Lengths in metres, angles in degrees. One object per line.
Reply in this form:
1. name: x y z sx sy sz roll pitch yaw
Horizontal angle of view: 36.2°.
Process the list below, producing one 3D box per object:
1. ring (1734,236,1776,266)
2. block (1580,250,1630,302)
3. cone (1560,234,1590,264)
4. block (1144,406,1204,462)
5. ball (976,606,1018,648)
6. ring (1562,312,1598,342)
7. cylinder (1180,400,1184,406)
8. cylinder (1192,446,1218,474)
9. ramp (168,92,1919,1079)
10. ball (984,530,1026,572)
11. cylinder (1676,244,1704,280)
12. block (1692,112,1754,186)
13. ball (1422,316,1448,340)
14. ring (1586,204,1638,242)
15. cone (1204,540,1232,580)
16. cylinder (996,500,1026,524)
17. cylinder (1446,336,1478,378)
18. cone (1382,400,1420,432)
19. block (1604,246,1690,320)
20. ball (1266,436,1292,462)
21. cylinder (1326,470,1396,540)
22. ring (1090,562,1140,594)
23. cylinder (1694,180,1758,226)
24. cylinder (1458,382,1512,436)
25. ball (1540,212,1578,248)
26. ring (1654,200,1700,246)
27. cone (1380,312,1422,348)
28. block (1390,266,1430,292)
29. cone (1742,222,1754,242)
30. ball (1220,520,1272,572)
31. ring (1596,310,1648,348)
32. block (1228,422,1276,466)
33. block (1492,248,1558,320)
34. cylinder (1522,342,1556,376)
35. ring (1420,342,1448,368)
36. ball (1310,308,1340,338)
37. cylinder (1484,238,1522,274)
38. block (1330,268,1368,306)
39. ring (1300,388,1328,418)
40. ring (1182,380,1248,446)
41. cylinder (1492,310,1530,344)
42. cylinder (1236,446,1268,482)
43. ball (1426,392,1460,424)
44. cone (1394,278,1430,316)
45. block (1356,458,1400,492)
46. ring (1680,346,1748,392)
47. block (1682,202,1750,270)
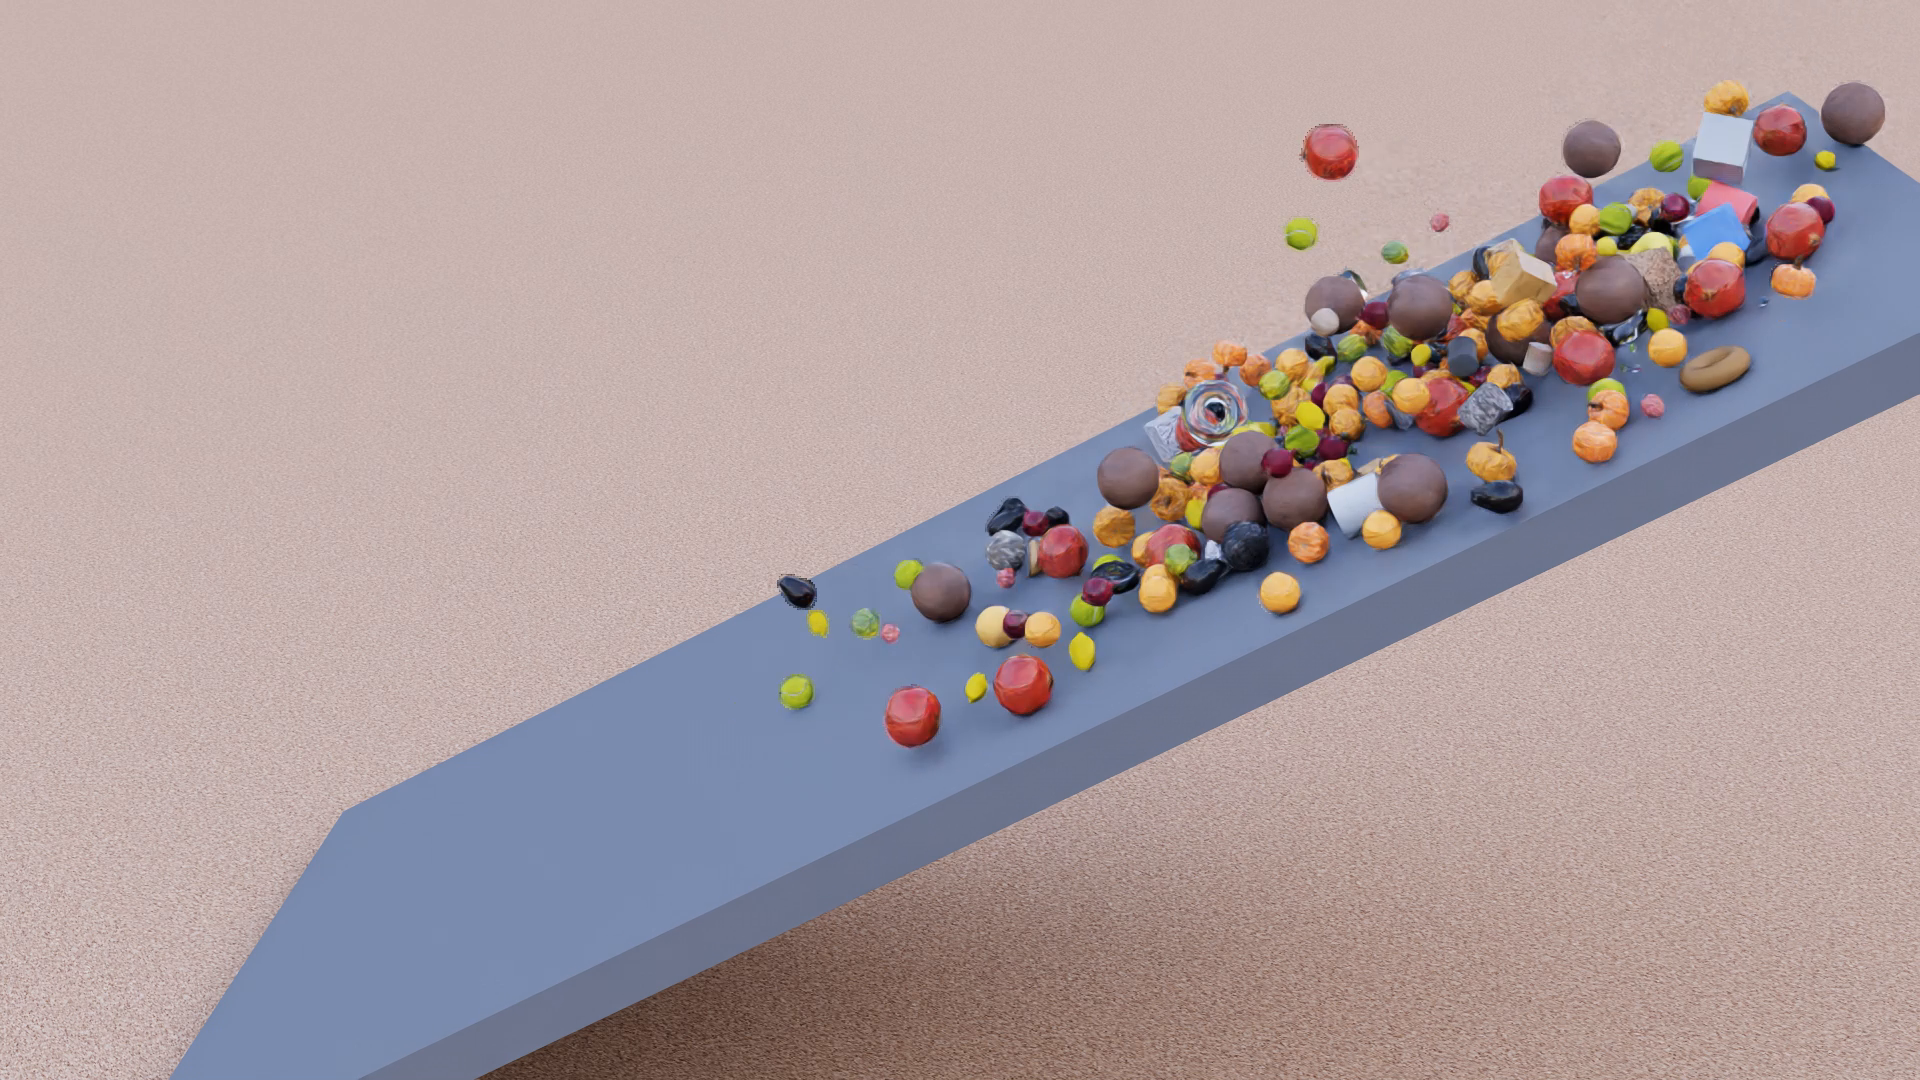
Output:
1. ring: 1.569 -0.569 5.808 0.087 0.029 0.087 -31 9 6
2. block: 1.333 -0.542 6.038 0.076 0.076 0.076 -25 21 -14
3. cone: 1.367 -0.641 6.460 0.067 0.067 0.067 -7 18 -41
4. block: 0.486 -0.239 6.624 0.093 0.093 0.093 -32 10 -10
5. ball: 0.075 0.176 5.992 0.086 0.086 0.086 0 17 0
6. ring: 1.244 -0.429 5.907 0.083 0.083 0.028 -16 68 -42
7. cylinder: 0.559 -0.295 6.707 0.087 0.087 0.087 -25 12 16
8. cylinder: 0.529 -0.173 6.356 0.055 0.055 0.055 1 -4 2
9. ramp: 0.141 0.167 6.281 4.000 0.100 2.000 -26 14 11
10. ball: 0.100 0.025 6.466 0.092 0.092 0.092 0 17 0
11. cylinder: 1.468 -0.558 5.909 0.055 0.055 0.055 5 29 16
12. block: 1.534 -0.787 5.915 0.100 0.100 0.100 13 -12 17
13. ball: 0.947 -0.423 5.870 0.050 0.050 0.050 0 17 0
14. ring: 1.383 -0.672 6.238 0.117 0.039 0.117 -32 -1 0
15. cone: 0.525 0.037 5.705 0.078 0.078 0.078 -5 18 -18
16. cylinder: 0.119 -0.065 6.820 0.053 0.053 0.053 7 2 22
17. cylinder: 1.004 -0.366 5.878 0.059 0.059 0.059 1 42 4
18. cone: 0.882 -0.265 5.954 0.068 0.068 0.068 30 11 -16
19. block: 1.359 -0.504 5.817 0.099 0.099 0.099 -11 31 53
20. ball: 0.672 -0.192 6.187 0.054 0.054 0.054 0 17 0
21. cylinder: 0.751 -0.066 5.497 0.097 0.097 0.097 -27 12 14
22. ring: 0.308 0.074 5.822 0.098 0.033 0.098 -3 30 2
23. cylinder: 1.546 -0.667 5.933 0.093 0.093 0.093 27 27 20
24. cylinder: 0.934 -0.233 5.233 0.069 0.069 0.069 28 36 -22
25. ball: 1.342 -0.695 6.587 0.084 0.084 0.084 0 17 0
26. ring: 1.497 -0.654 6.085 0.123 0.123 0.041 -2 55 -5
27. cone: 0.948 -0.439 6.430 0.087 0.087 0.087 -32 32 -28
28. block: 1.036 -0.587 6.760 0.058 0.058 0.058 -15 -7 -20
29. cone: 1.553 -0.597 5.875 0.057 0.057 0.057 -30 14 10
30. ball: 0.547 0.011 5.625 0.096 0.096 0.096 0 17 0
31. ring: 1.299 -0.414 5.771 0.113 0.038 0.113 -30 13 8
32. block: 0.619 -0.192 6.247 0.075 0.075 0.075 -28 14 5
33. block: 1.095 -0.498 5.710 0.082 0.082 0.082 23 32 -18
34. cylinder: 1.126 -0.352 5.723 0.052 0.052 0.052 13 23 -5
35. ring: 0.999 -0.386 6.122 0.089 0.030 0.089 16 22 -7
36. ball: 0.783 -0.465 6.303 0.062 0.062 0.062 0 17 0
37. cylinder: 1.172 -0.609 6.334 0.063 0.063 0.063 -26 23 -11
38. block: 0.881 -0.570 6.653 0.052 0.052 0.052 25 36 -47
39. ring: 0.766 -0.297 6.374 0.075 0.075 0.025 -18 55 -44
40. ring: 0.540 -0.270 6.231 0.143 0.143 0.048 -1 -4 -4
41. cylinder: 1.151 -0.447 6.148 0.054 0.054 0.054 -31 24 -8
42. cylinder: 0.613 -0.161 6.177 0.062 0.062 0.062 -1 15 -3
43. ball: 0.961 -0.263 5.845 0.066 0.066 0.066 0 17 0
44. cone: 1.004 -0.531 6.645 0.086 0.086 0.086 17 45 -19
45. block: 0.806 -0.121 5.678 0.052 0.052 0.052 -31 14 -7
46. ring: 1.354 -0.307 5.279 0.130 0.043 0.130 -26 15 7
47. block: 1.497 -0.602 5.824 0.091 0.091 0.091 -27 5 26
